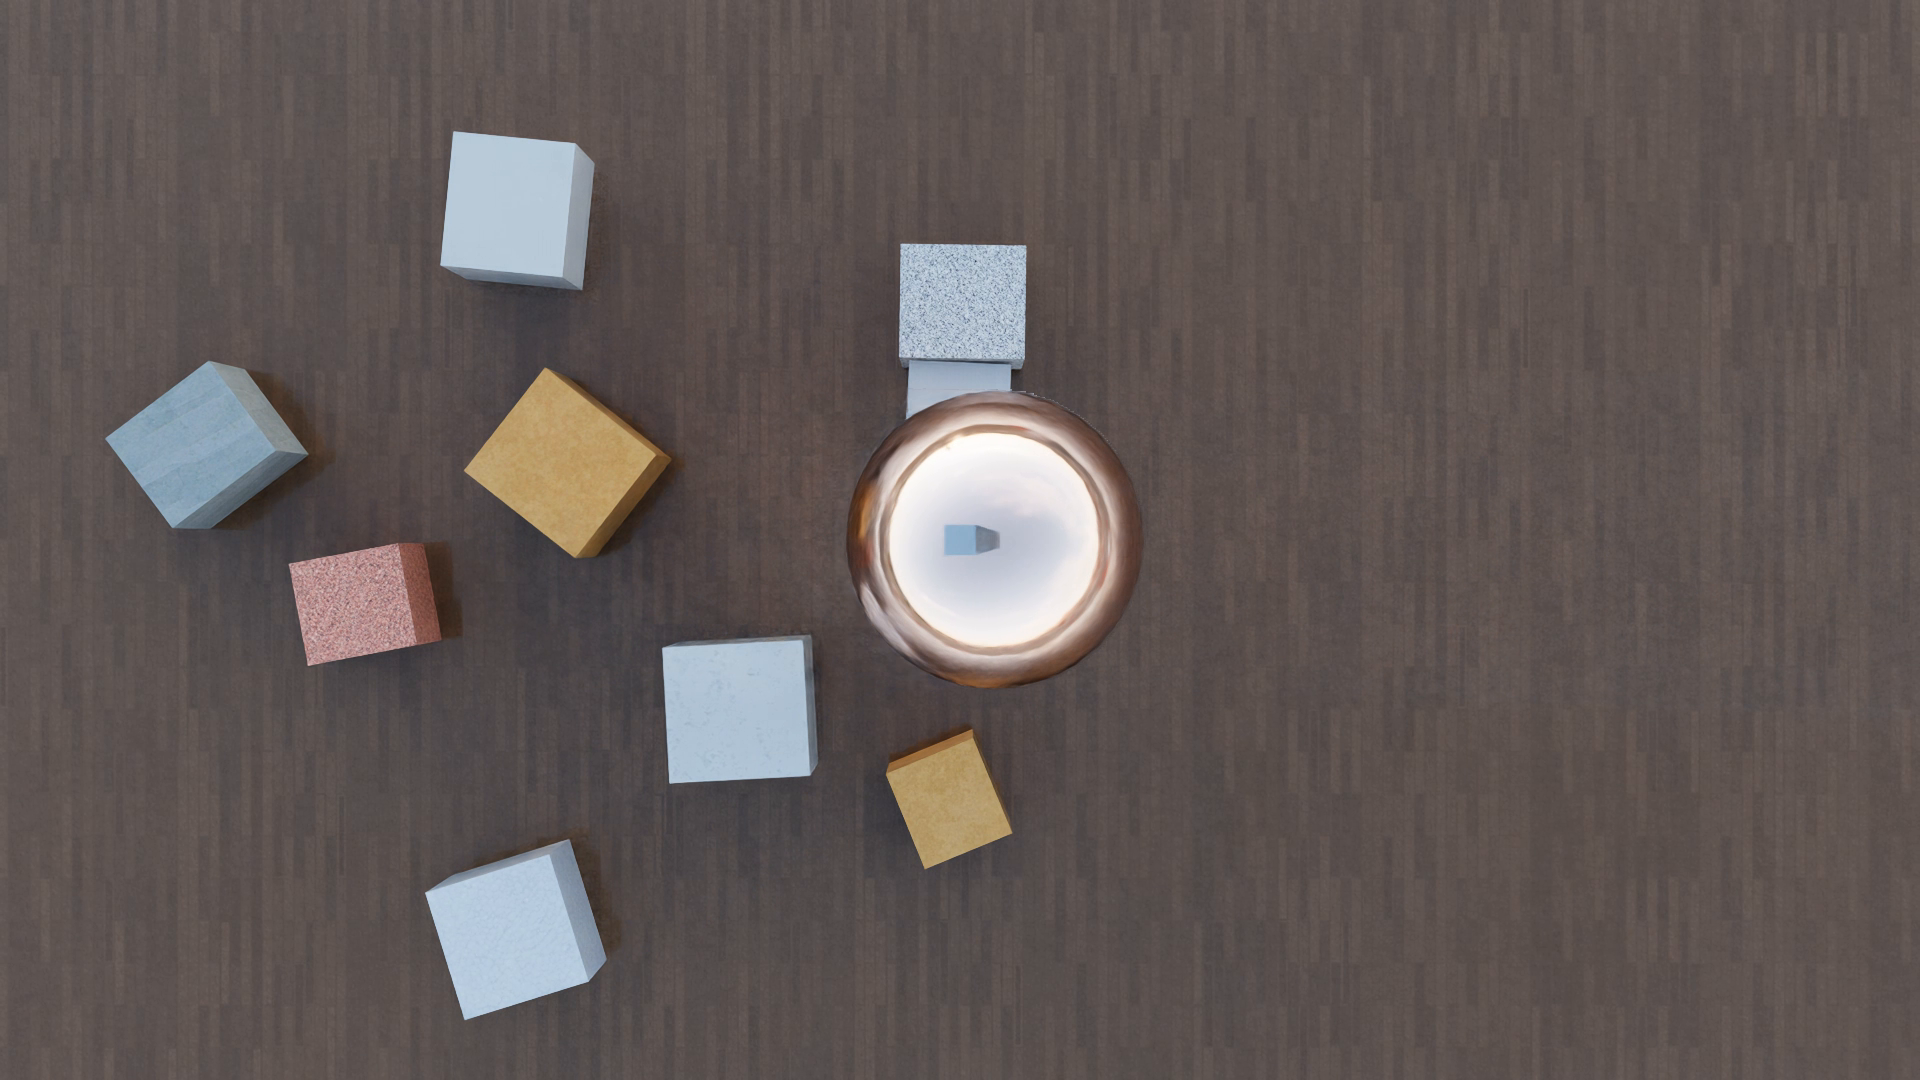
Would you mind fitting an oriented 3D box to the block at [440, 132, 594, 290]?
[{"bbox_3d":[-2.538,-1.885,12.674,0.688,0.652,0.755,6,90,0],"label":"block"}]

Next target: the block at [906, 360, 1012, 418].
[{"bbox_3d":[-0.009,-0.752,12.713,0.576,0.575,0.505,3,90,0],"label":"block"}]

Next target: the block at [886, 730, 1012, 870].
[{"bbox_3d":[-0.062,1.487,12.704,0.532,0.592,0.581,-22,90,0],"label":"block"}]

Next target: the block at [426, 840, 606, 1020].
[{"bbox_3d":[-2.546,2.232,12.679,0.729,0.641,0.748,-17,90,0],"label":"block"}]

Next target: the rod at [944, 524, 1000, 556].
[{"bbox_3d":[0.080,0.000,8.373,0.080,5.200,0.080,0,90,2],"label":"rod"}]

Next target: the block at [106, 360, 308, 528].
[{"bbox_3d":[-4.330,-0.538,12.688,0.729,0.625,0.631,-37,90,0],"label":"block"}]

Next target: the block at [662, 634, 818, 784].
[{"bbox_3d":[-1.250,0.960,12.644,0.786,0.712,0.759,-3,90,0],"label":"block"}]

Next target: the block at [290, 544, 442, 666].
[{"bbox_3d":[-3.425,0.364,12.704,0.627,0.592,0.584,-11,90,0],"label":"block"}]

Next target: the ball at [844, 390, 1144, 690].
[{"bbox_3d":[0.185,0.000,11.772,1.600,1.600,1.600,0,90,0],"label":"ball"}]

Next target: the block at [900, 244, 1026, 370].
[{"bbox_3d":[0.015,-1.331,12.635,0.700,0.731,0.633,1,90,0],"label":"block"}]

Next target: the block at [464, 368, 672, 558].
[{"bbox_3d":[-2.240,-0.433,12.658,0.791,0.685,0.737,38,90,0],"label":"block"}]
